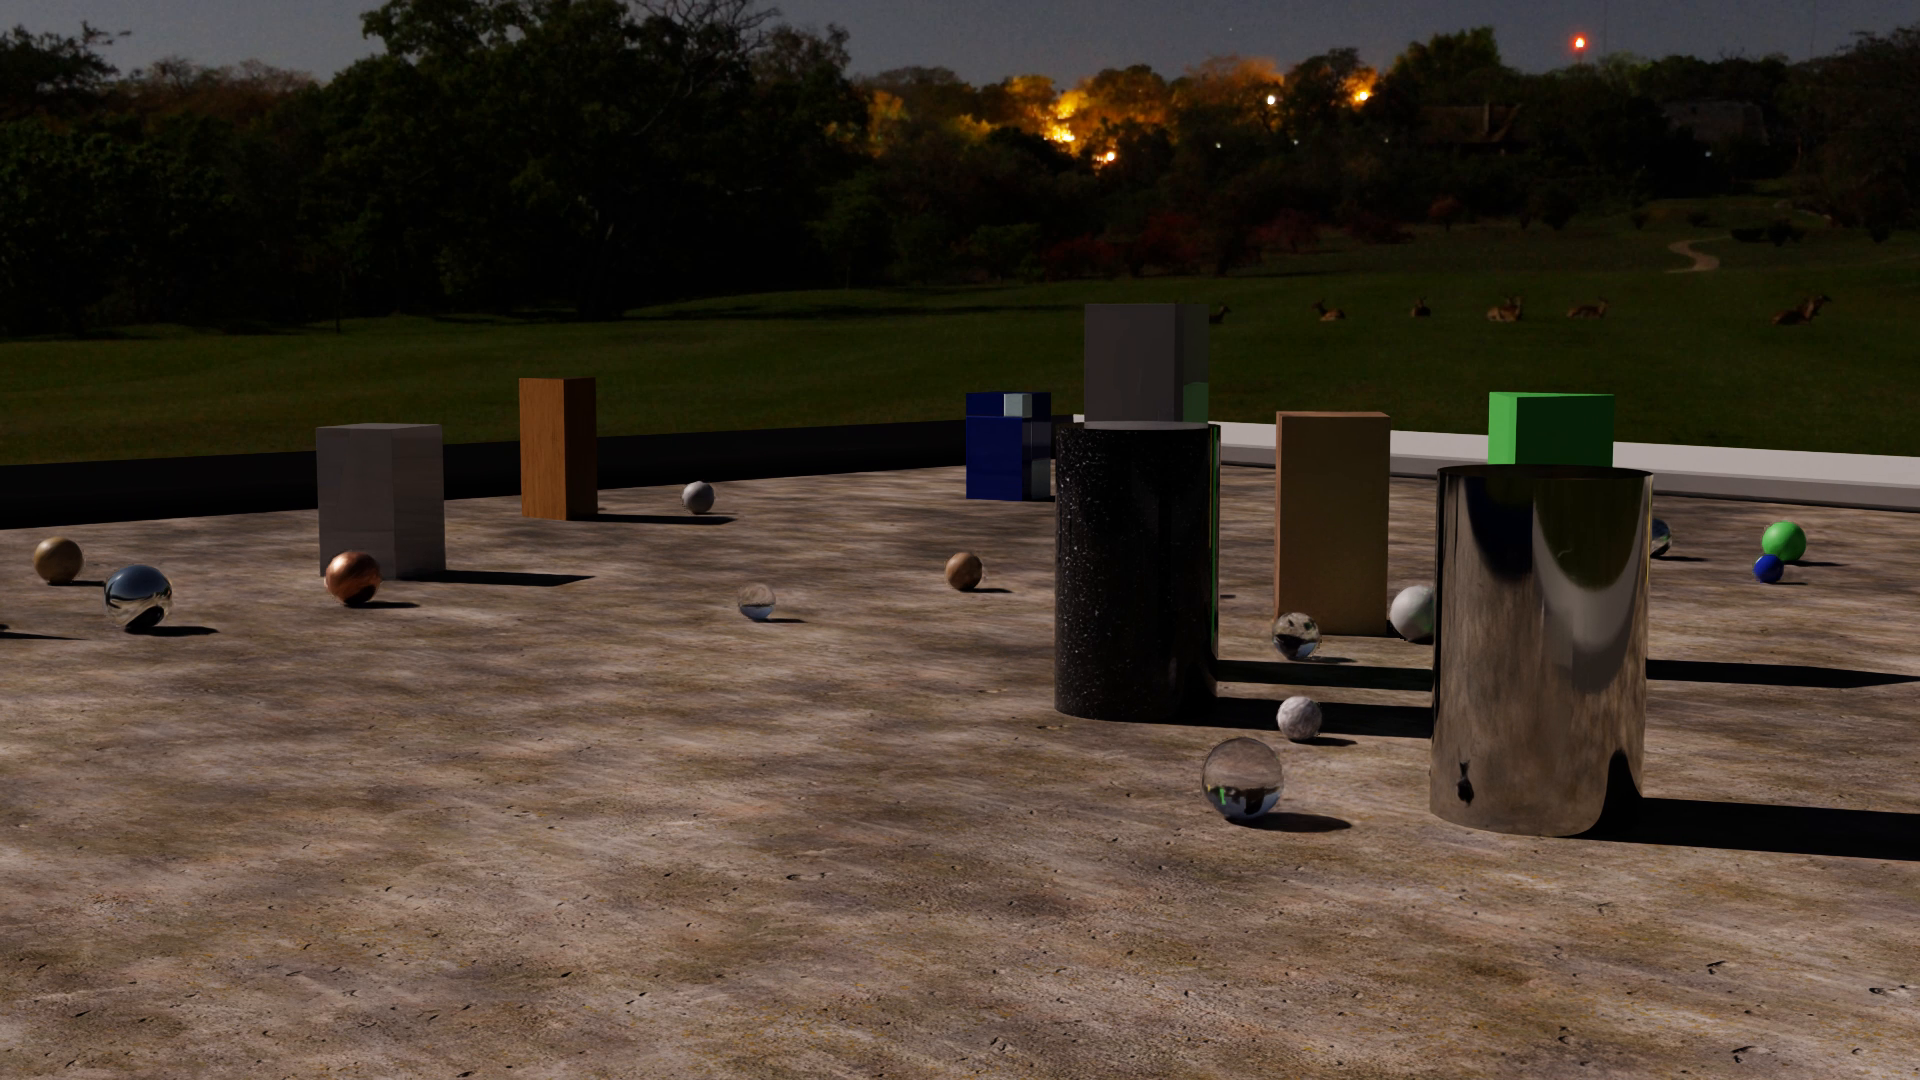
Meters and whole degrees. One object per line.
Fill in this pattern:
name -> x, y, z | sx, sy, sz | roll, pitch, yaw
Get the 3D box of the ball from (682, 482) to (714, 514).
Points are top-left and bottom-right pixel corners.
ball -> -0.559, -0.091, 4.711 | 0.069, 0.069, 0.069 | 0, 6, 0

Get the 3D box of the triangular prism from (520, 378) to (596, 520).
triangular prism -> -0.823, -0.196, 4.642 | 0.157, 0.292, 0.136 | 5, 8, 42

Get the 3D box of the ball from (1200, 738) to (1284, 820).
ball -> 0.245, 0.207, 1.908 | 0.072, 0.072, 0.072 | 0, 6, 0

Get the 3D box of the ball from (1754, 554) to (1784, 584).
ball -> 1.300, 0.046, 3.533 | 0.046, 0.046, 0.046 | 0, 6, 0

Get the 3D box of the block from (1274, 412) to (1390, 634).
block -> 0.513, -0.027, 3.044 | 0.145, 0.295, 0.145 | 1, 6, 5

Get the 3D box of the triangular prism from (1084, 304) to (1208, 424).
triangular prism -> 0.256, -0.067, 2.707 | 0.136, 0.446, 0.157 | -5, 8, -42

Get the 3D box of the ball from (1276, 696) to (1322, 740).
ball -> 0.348, 0.183, 2.256 | 0.046, 0.046, 0.046 | 0, 6, 0

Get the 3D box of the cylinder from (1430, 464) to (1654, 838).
cylinder -> 0.506, 0.090, 1.920 | 0.181, 0.301, 0.181 | 0, 6, 0

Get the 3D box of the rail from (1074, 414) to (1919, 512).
rail -> 1.793, -0.145, 4.977 | 0.045, 0.118, 4.339 | -6, 8, -42

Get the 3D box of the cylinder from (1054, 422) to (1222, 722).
cylinder -> 0.195, 0.030, 2.427 | 0.181, 0.313, 0.181 | 0, 6, 0

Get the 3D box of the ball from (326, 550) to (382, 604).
ball -> -0.905, 0.056, 3.281 | 0.081, 0.081, 0.081 | 0, 6, 0

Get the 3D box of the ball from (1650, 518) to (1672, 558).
ball -> 1.223, -0.004, 3.889 | 0.070, 0.070, 0.070 | 0, 6, 0

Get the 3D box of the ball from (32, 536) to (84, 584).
ball -> -1.448, 0.032, 3.531 | 0.075, 0.075, 0.075 | 0, 6, 0

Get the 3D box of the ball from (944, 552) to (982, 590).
ball -> 0.006, 0.049, 3.446 | 0.059, 0.059, 0.059 | 0, 6, 0

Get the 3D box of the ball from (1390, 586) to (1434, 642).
ball -> 0.610, 0.097, 2.921 | 0.074, 0.074, 0.074 | 0, 6, 0

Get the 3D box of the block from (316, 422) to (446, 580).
block -> -0.958, -0.066, 3.645 | 0.145, 0.246, 0.145 | 2, 6, 20

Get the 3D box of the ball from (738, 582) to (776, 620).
ball -> -0.289, 0.087, 3.118 | 0.054, 0.054, 0.054 | 0, 6, 0

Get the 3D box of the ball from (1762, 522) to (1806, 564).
ball -> 1.426, 0.004, 3.804 | 0.072, 0.072, 0.072 | 0, 6, 0

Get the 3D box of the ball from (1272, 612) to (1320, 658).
ball -> 0.424, 0.120, 2.777 | 0.060, 0.060, 0.060 | 0, 6, 0

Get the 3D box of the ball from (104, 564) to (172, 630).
ball -> -1.131, 0.079, 3.025 | 0.090, 0.090, 0.090 | 0, 6, 0

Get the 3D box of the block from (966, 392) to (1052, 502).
block -> 0.113, -0.219, 5.088 | 0.145, 0.243, 0.145 | 3, 7, 29

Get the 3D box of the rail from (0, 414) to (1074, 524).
rail -> -1.455, -0.137, 4.901 | 4.926, 0.118, 0.045 | -6, 8, -42

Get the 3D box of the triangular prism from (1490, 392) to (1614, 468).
triangular prism -> 0.705, -0.015, 2.748 | 0.157, 0.335, 0.136 | -3, 7, -25
